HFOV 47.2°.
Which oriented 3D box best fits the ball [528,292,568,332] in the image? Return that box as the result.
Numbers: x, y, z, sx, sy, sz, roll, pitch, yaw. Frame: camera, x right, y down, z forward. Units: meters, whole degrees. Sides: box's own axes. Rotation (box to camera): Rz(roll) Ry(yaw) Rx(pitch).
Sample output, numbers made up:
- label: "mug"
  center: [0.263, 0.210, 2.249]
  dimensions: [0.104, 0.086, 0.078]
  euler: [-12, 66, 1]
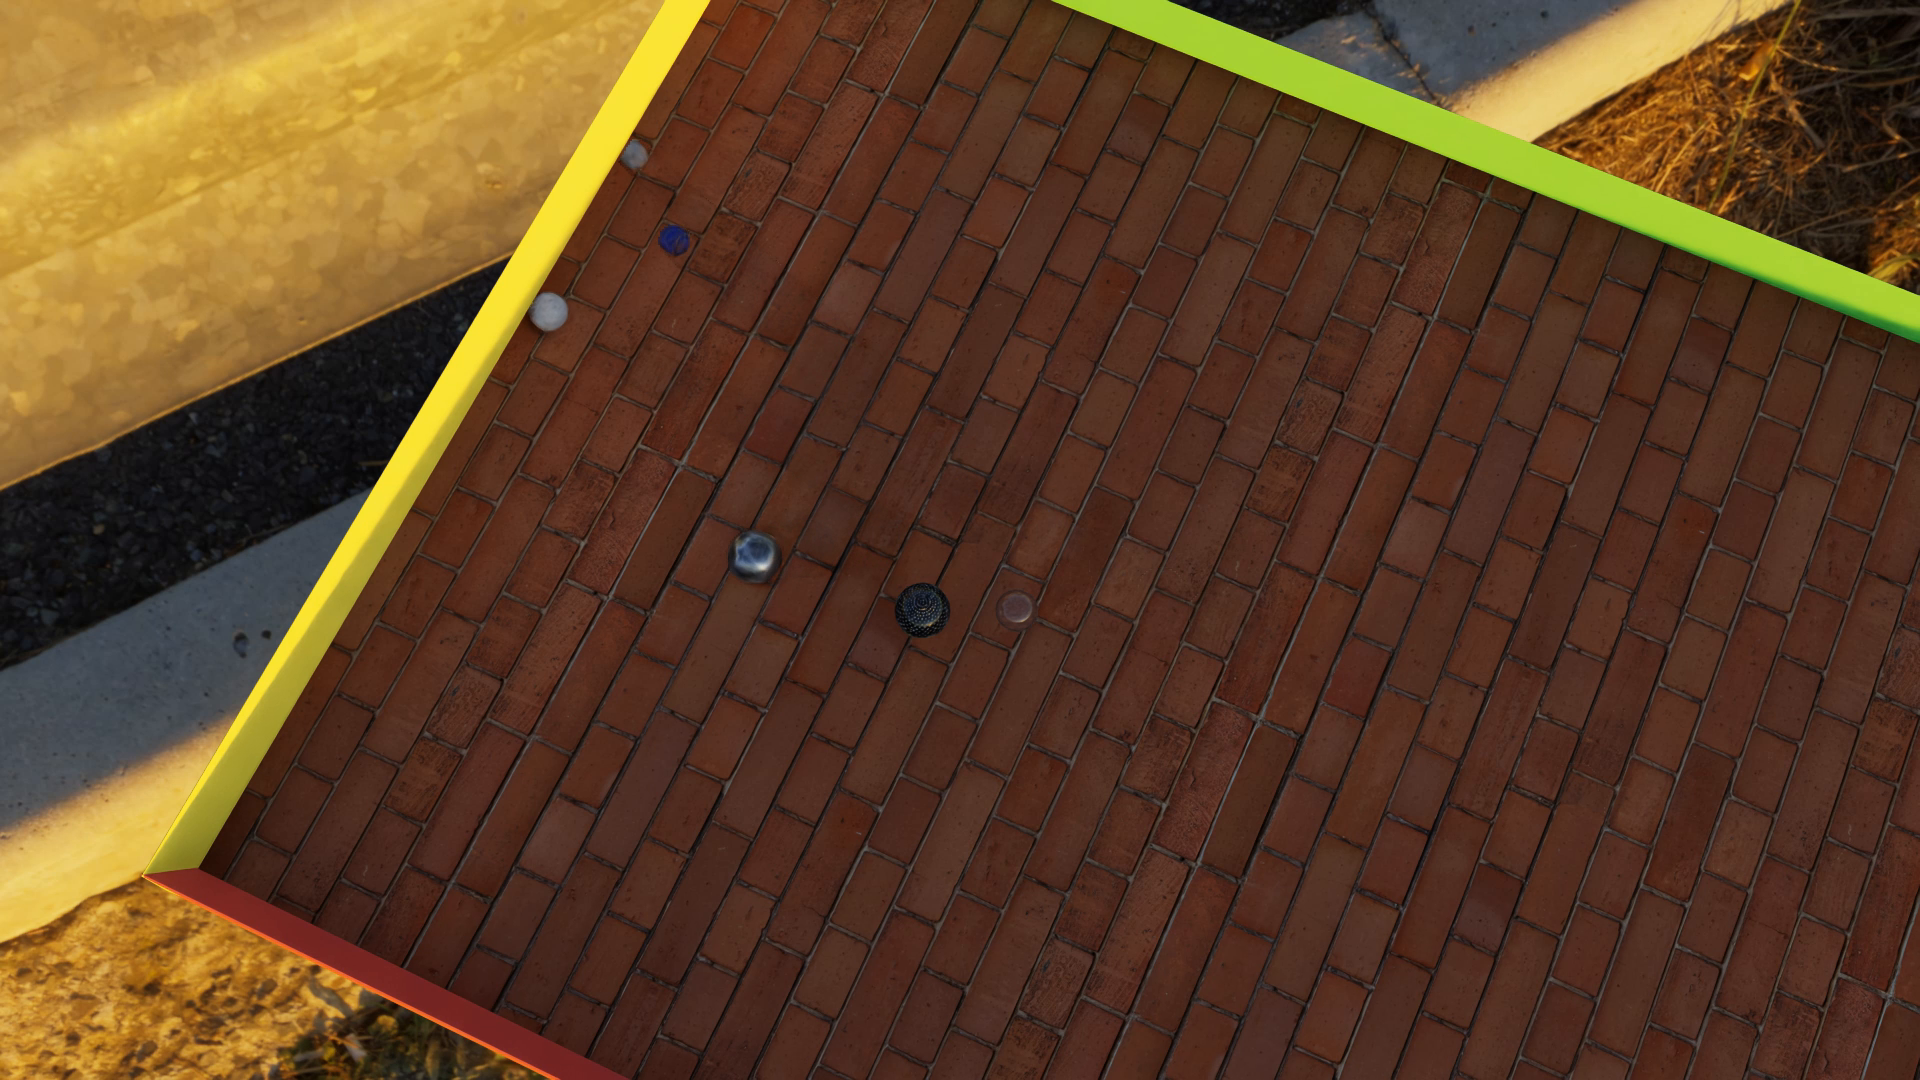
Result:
- label: "ball"
  center: [-0.671, -0.372, 3.583]
  dimensions: [0.062, 0.062, 0.062]
  euler: [0, 70, 0]

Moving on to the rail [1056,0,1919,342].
- label: "rail"
  center: [1.176, -0.501, 3.603]
  dimensions: [3.378, 0.112, 0.045]
  euler: [24, 72, 8]

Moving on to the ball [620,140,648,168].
- label: "ball"
  center: [-0.548, -0.647, 3.691]
  dimensions: [0.047, 0.047, 0.047]
  euler: [0, 70, 0]

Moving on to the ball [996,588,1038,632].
- label: "ball"
  center: [0.088, 0.109, 3.405]
  dimensions: [0.066, 0.066, 0.066]
  euler: [0, 70, 0]

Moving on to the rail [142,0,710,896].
- label: "rail"
  center: [-0.744, -0.334, 3.541]
  dimensions: [0.045, 0.112, 1.992]
  euler: [24, 72, 8]

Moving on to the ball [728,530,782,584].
- label: "ball"
  center: [-0.319, 0.026, 3.426]
  dimensions: [0.083, 0.083, 0.083]
  euler: [0, 70, 0]

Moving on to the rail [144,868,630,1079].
- label: "rail"
  center: [0.355, 1.155, 2.998]
  dimensions: [3.378, 0.112, 0.045]
  euler: [24, 72, 8]

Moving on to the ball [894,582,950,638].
- label: "ball"
  center: [-0.058, 0.109, 3.394]
  dimensions: [0.086, 0.086, 0.086]
  euler: [0, 70, 0]

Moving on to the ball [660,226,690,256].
- label: "ball"
  center: [-0.470, -0.494, 3.635]
  dimensions: [0.048, 0.048, 0.048]
  euler: [0, 70, 0]
